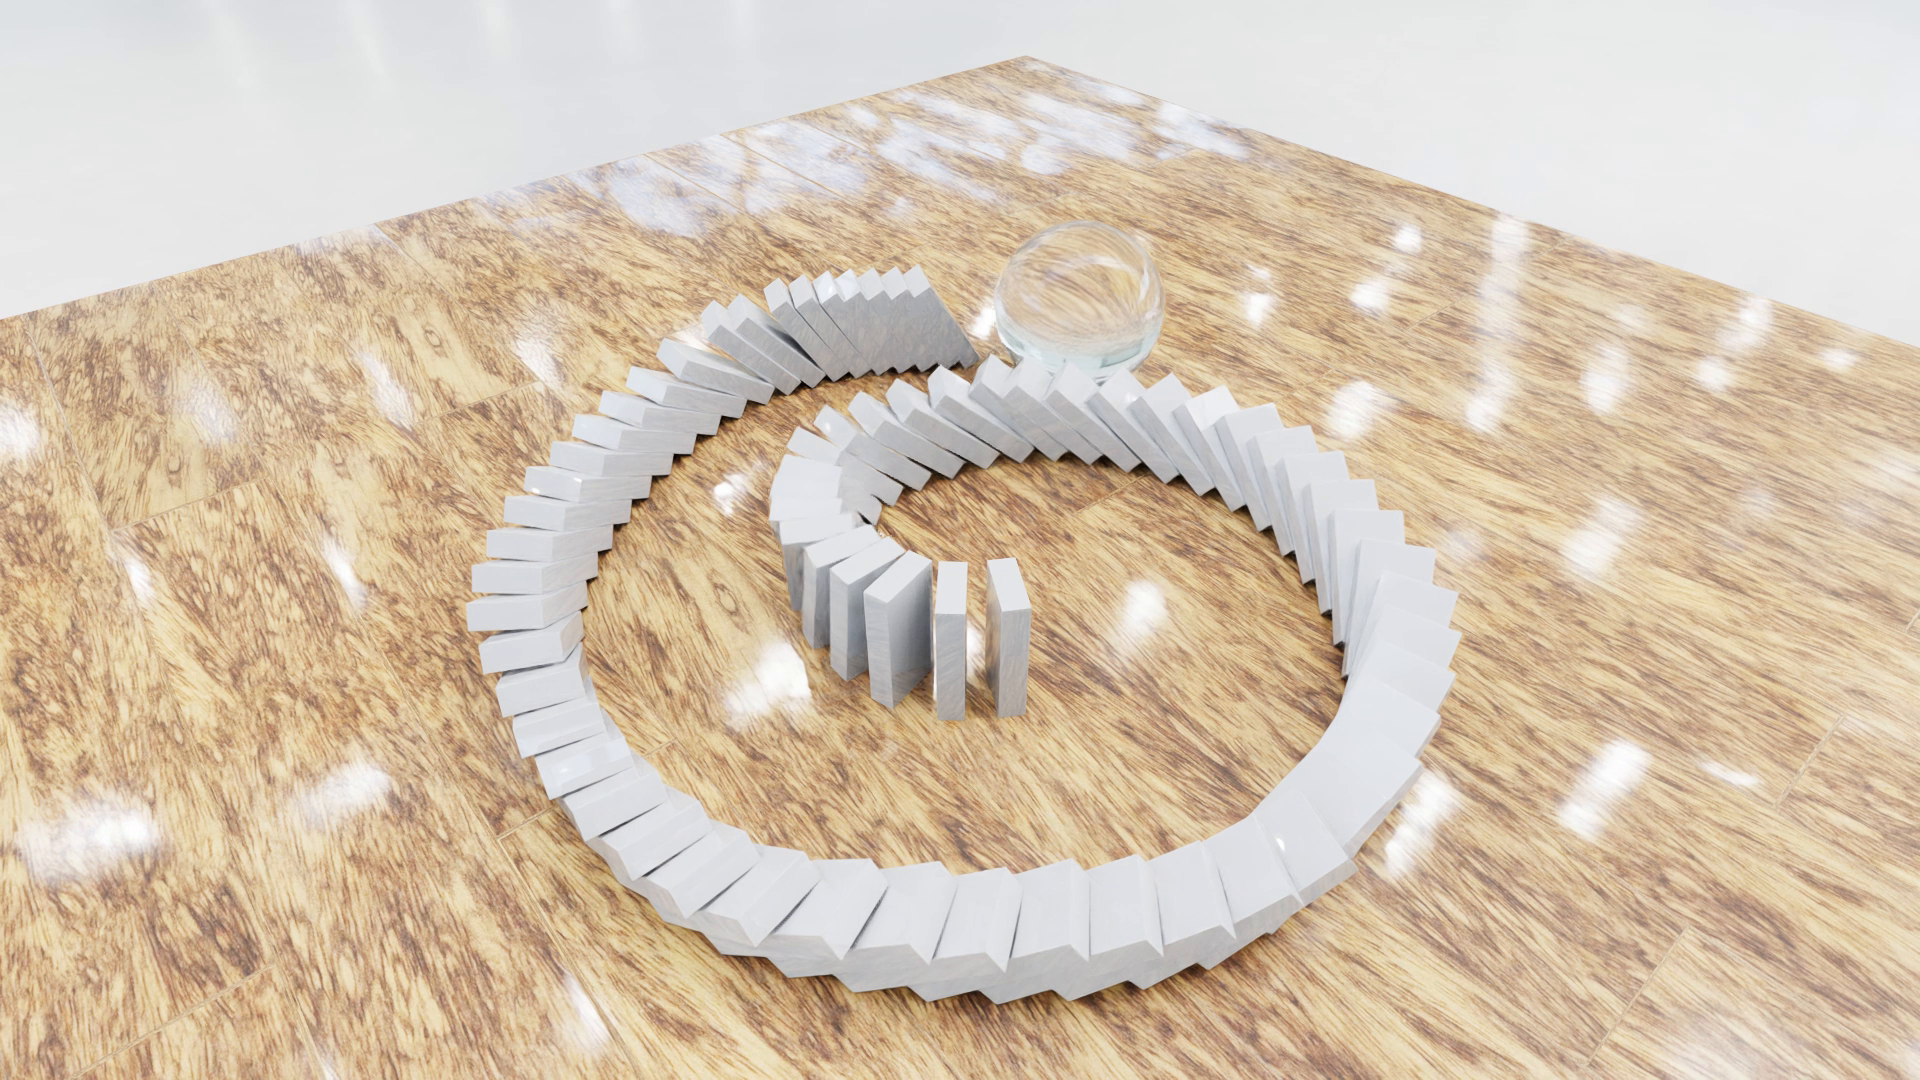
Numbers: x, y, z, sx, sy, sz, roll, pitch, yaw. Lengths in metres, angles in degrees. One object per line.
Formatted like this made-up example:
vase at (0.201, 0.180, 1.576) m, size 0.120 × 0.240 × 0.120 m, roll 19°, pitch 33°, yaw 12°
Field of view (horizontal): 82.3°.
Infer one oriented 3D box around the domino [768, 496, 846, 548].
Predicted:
domino at (-0.054, -0.001, 0.413) m, size 0.025 × 0.050 × 0.009 m, roll 3°, pitch 66°, yaw 3°

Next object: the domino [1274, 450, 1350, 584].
domino at (0.143, -0.009, 0.434) m, size 0.025 × 0.009 × 0.050 m, roll -6°, pitch 74°, yaw -8°

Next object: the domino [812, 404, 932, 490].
domino at (-0.036, -0.039, 0.465) m, size 0.050 × 0.009 × 0.025 m, roll 26°, pitch 12°, yaw -50°

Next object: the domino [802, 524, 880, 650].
domino at (-0.042, 0.017, 0.390) m, size 0.025 × 0.050 × 0.010 m, roll -21°, pitch 58°, yaw -24°

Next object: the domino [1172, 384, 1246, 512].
domino at (0.115, -0.039, 0.470) m, size 0.025 × 0.010 × 0.050 m, roll -24°, pitch 81°, yaw -27°

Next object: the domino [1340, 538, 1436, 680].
domino at (0.152, 0.026, 0.390) m, size 0.025 × 0.010 × 0.050 m, roll 9°, pitch 75°, yaw 11°

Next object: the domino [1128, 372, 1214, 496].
domino at (0.098, -0.046, 0.478) m, size 0.025 × 0.010 × 0.050 m, roll -36°, pitch 87°, yaw -36°

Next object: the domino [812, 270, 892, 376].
domino at (-0.053, -0.107, 0.543) m, size 0.010 × 0.050 × 0.025 m, roll -33°, pitch 41°, yaw 9°

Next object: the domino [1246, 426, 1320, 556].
domino at (0.137, -0.020, 0.447) m, size 0.025 × 0.010 × 0.050 m, roll -10°, pitch 75°, yaw -13°

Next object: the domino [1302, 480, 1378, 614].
domino at (0.148, 0.002, 0.420) m, size 0.025 × 0.009 × 0.050 m, roll -2°, pitch 73°, yaw -3°

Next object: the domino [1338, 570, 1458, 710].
domino at (0.150, 0.038, 0.376) m, size 0.025 × 0.010 × 0.050 m, roll 18°, pitch 77°, yaw 20°

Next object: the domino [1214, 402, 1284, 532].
domino at (0.128, -0.031, 0.459) m, size 0.025 × 0.009 × 0.050 m, roll -15°, pitch 76°, yaw -19°

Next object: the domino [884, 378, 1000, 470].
domino at (-0.008, -0.051, 0.482) m, size 0.050 × 0.010 × 0.025 m, roll 25°, pitch 24°, yaw -37°

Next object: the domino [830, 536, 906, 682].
domino at (-0.032, 0.024, 0.381) m, size 0.025 × 0.050 × 0.010 m, roll -30°, pitch 55°, yaw -32°

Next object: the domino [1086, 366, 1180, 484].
domino at (0.081, -0.051, 0.485) m, size 0.050 × 0.010 × 0.025 m, roll 45°, pitch 49°, yaw -1°

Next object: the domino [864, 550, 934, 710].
domino at (-0.020, 0.031, 0.374) m, size 0.010 × 0.050 × 0.025 m, roll 23°, pitch 45°, yaw 25°

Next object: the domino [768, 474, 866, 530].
domino at (-0.054, -0.010, 0.426) m, size 0.025 × 0.050 × 0.009 m, roll 9°, pitch 73°, yaw 11°

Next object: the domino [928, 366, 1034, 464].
domino at (0.009, -0.056, 0.489) m, size 0.050 × 0.010 × 0.025 m, roll 28°, pitch 30°, yaw -27°

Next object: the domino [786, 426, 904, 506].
domino at (-0.047, -0.030, 0.453) m, size 0.025 × 0.050 × 0.009 m, roll 28°, pitch 89°, yaw 30°

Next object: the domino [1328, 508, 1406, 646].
domino at (0.151, 0.014, 0.405) m, size 0.025 × 0.010 × 0.050 m, roll 2°, pitch 74°, yaw 2°

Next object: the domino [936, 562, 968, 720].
domino at (-0.003, 0.034, 0.369) m, size 0.009 × 0.050 × 0.025 m, roll 1°, pitch 39°, yaw 1°

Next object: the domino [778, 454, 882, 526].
domino at (-0.051, -0.019, 0.439) m, size 0.025 × 0.050 × 0.009 m, roll 14°, pitch 80°, yaw 17°

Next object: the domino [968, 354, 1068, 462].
domino at (0.028, -0.059, 0.494) m, size 0.050 × 0.009 × 0.025 m, roll 36°, pitch 39°, yaw -14°

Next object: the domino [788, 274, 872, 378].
domino at (-0.064, -0.105, 0.541) m, size 0.010 × 0.050 × 0.025 m, roll -33°, pitch 41°, yaw 9°

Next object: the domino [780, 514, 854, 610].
domino at (-0.051, 0.009, 0.401) m, size 0.025 × 0.050 × 0.009 m, roll -6°, pitch 60°, yaw -8°

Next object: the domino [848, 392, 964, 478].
domino at (-0.023, -0.045, 0.474) m, size 0.050 × 0.010 × 0.025 m, roll 24°, pitch 19°, yaw -44°

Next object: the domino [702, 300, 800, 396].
domino at (-0.100, -0.092, 0.529) m, size 0.010 × 0.050 × 0.025 m, roll -43°, pitch 40°, yaw 16°

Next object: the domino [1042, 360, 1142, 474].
domino at (0.061, -0.055, 0.488) m, size 0.050 × 0.010 × 0.025 m, roll 39°, pitch 42°, yaw -10°

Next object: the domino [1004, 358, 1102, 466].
domino at (0.044, -0.058, 0.491) m, size 0.050 × 0.010 × 0.025 m, roll 36°, pitch 38°, yaw -14°

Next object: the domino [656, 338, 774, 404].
domino at (-0.115, -0.079, 0.519) m, size 0.050 × 0.009 × 0.025 m, roll 12°, pitch 22°, yaw -47°

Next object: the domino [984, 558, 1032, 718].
domino at (0.016, 0.033, 0.371) m, size 0.010 × 0.050 × 0.025 m, roll -6°, pitch 40°, yaw -8°

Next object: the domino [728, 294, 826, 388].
domino at (-0.089, -0.096, 0.535) m, size 0.009 × 0.050 × 0.025 m, roll -43°, pitch 39°, yaw 16°

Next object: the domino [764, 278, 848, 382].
domino at (-0.075, -0.103, 0.539) m, size 0.010 × 0.050 × 0.025 m, roll -35°, pitch 41°, yaw 10°

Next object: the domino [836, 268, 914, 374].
domino at (-0.042, -0.108, 0.545) m, size 0.010 × 0.050 × 0.025 m, roll -33°, pitch 41°, yaw 9°
